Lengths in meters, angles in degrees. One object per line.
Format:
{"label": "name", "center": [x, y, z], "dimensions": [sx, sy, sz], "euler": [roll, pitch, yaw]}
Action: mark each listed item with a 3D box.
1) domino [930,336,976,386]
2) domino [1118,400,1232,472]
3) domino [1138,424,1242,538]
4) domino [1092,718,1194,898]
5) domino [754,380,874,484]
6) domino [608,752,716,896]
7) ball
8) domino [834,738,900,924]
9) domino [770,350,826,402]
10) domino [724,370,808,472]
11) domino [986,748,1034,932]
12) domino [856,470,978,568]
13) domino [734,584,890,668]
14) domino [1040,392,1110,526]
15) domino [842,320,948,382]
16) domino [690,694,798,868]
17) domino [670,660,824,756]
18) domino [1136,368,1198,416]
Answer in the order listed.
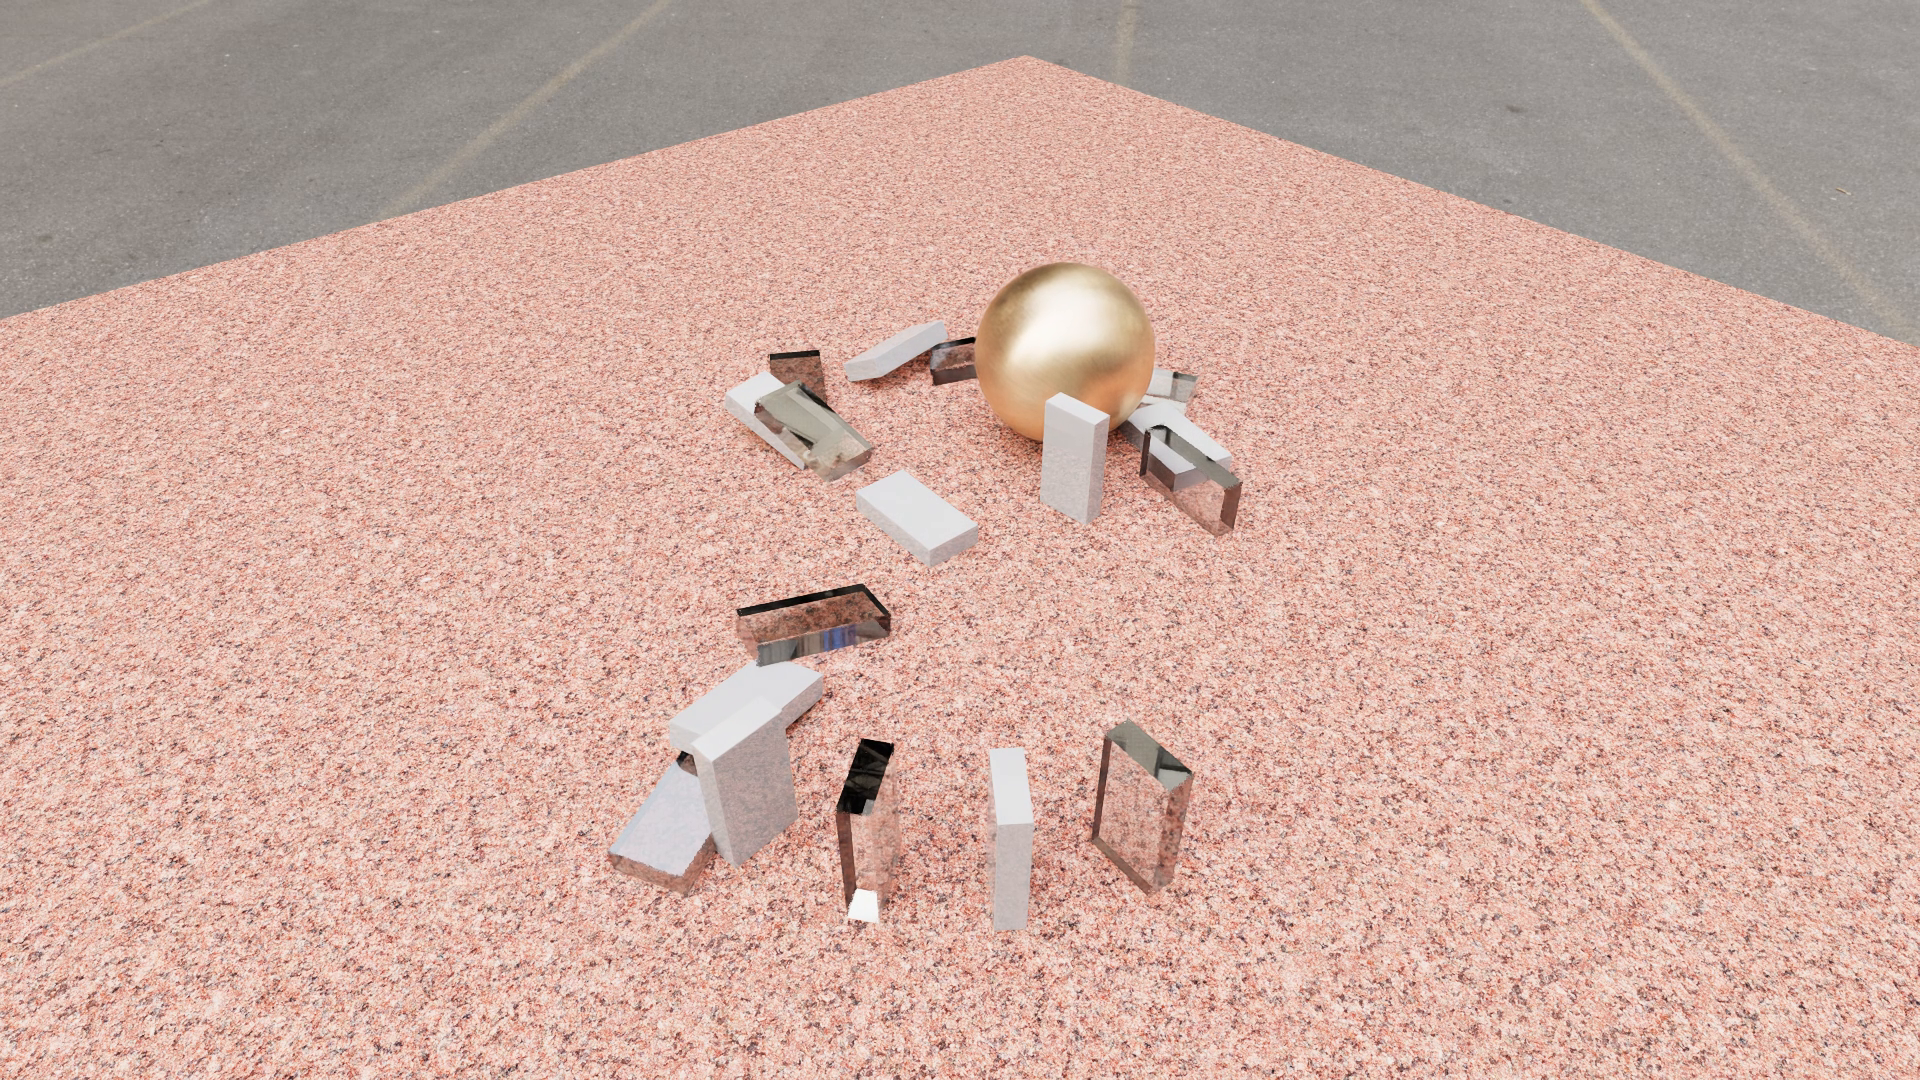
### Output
{"label": "domino", "center": [0.011, -0.092, 0.546], "dimensions": [0.050, 0.009, 0.025], "euler": [-10, 38, 9]}
{"label": "domino", "center": [0.097, -0.044, 0.497], "dimensions": [0.025, 0.010, 0.050], "euler": [-18, 43, -21]}
{"label": "domino", "center": [0.096, -0.026, 0.462], "dimensions": [0.010, 0.025, 0.050], "euler": [-21, 44, -24]}
{"label": "domino", "center": [0.052, 0.078, 0.317], "dimensions": [0.009, 0.050, 0.025], "euler": [-26, 46, -28]}
{"label": "domino", "center": [-0.065, -0.048, 0.486], "dimensions": [0.050, 0.010, 0.025], "euler": [42, 52, 19]}
{"label": "domino", "center": [-0.083, 0.083, 0.342], "dimensions": [0.025, 0.009, 0.050], "euler": [14, 41, 16]}
{"label": "ball", "center": [0.046, -0.082, 0.488], "dimensions": [0.080, 0.080, 0.080], "euler": [0, 39, 0]}
{"label": "domino", "center": [-0.025, 0.083, 0.311], "dimensions": [0.009, 0.050, 0.025], "euler": [8, 40, 9]}
{"label": "domino", "center": [-0.079, -0.075, 0.535], "dimensions": [0.025, 0.009, 0.050], "euler": [-6, 40, -7]}
{"label": "domino", "center": [-0.080, -0.055, 0.499], "dimensions": [0.050, 0.010, 0.025], "euler": [38, 50, 16]}
{"label": "domino", "center": [0.014, 0.084, 0.308], "dimensions": [0.009, 0.050, 0.025], "euler": [-2, 39, -3]}
{"label": "domino", "center": [-0.018, -0.010, 0.455], "dimensions": [0.025, 0.010, 0.050], "euler": [-28, 47, -30]}
{"label": "domino", "center": [-0.053, 0.030, 0.398], "dimensions": [0.050, 0.009, 0.025], "euler": [-11, 30, -27]}
{"label": "domino", "center": [0.047, -0.033, 0.452], "dimensions": [0.025, 0.050, 0.009], "euler": [31, 48, 32]}
{"label": "domino", "center": [-0.032, -0.095, 0.551], "dimensions": [0.025, 0.009, 0.050], "euler": [1, 30, 47]}
{"label": "domino", "center": [-0.062, 0.072, 0.324], "dimensions": [0.009, 0.050, 0.025], "euler": [30, 48, 32]}
{"label": "domino", "center": [-0.070, 0.056, 0.365], "dimensions": [0.025, 0.010, 0.050], "euler": [17, 28, 22]}
{"label": "domino", "center": [0.088, -0.074, 0.534], "dimensions": [0.050, 0.010, 0.025], "euler": [15, 42, 17]}
